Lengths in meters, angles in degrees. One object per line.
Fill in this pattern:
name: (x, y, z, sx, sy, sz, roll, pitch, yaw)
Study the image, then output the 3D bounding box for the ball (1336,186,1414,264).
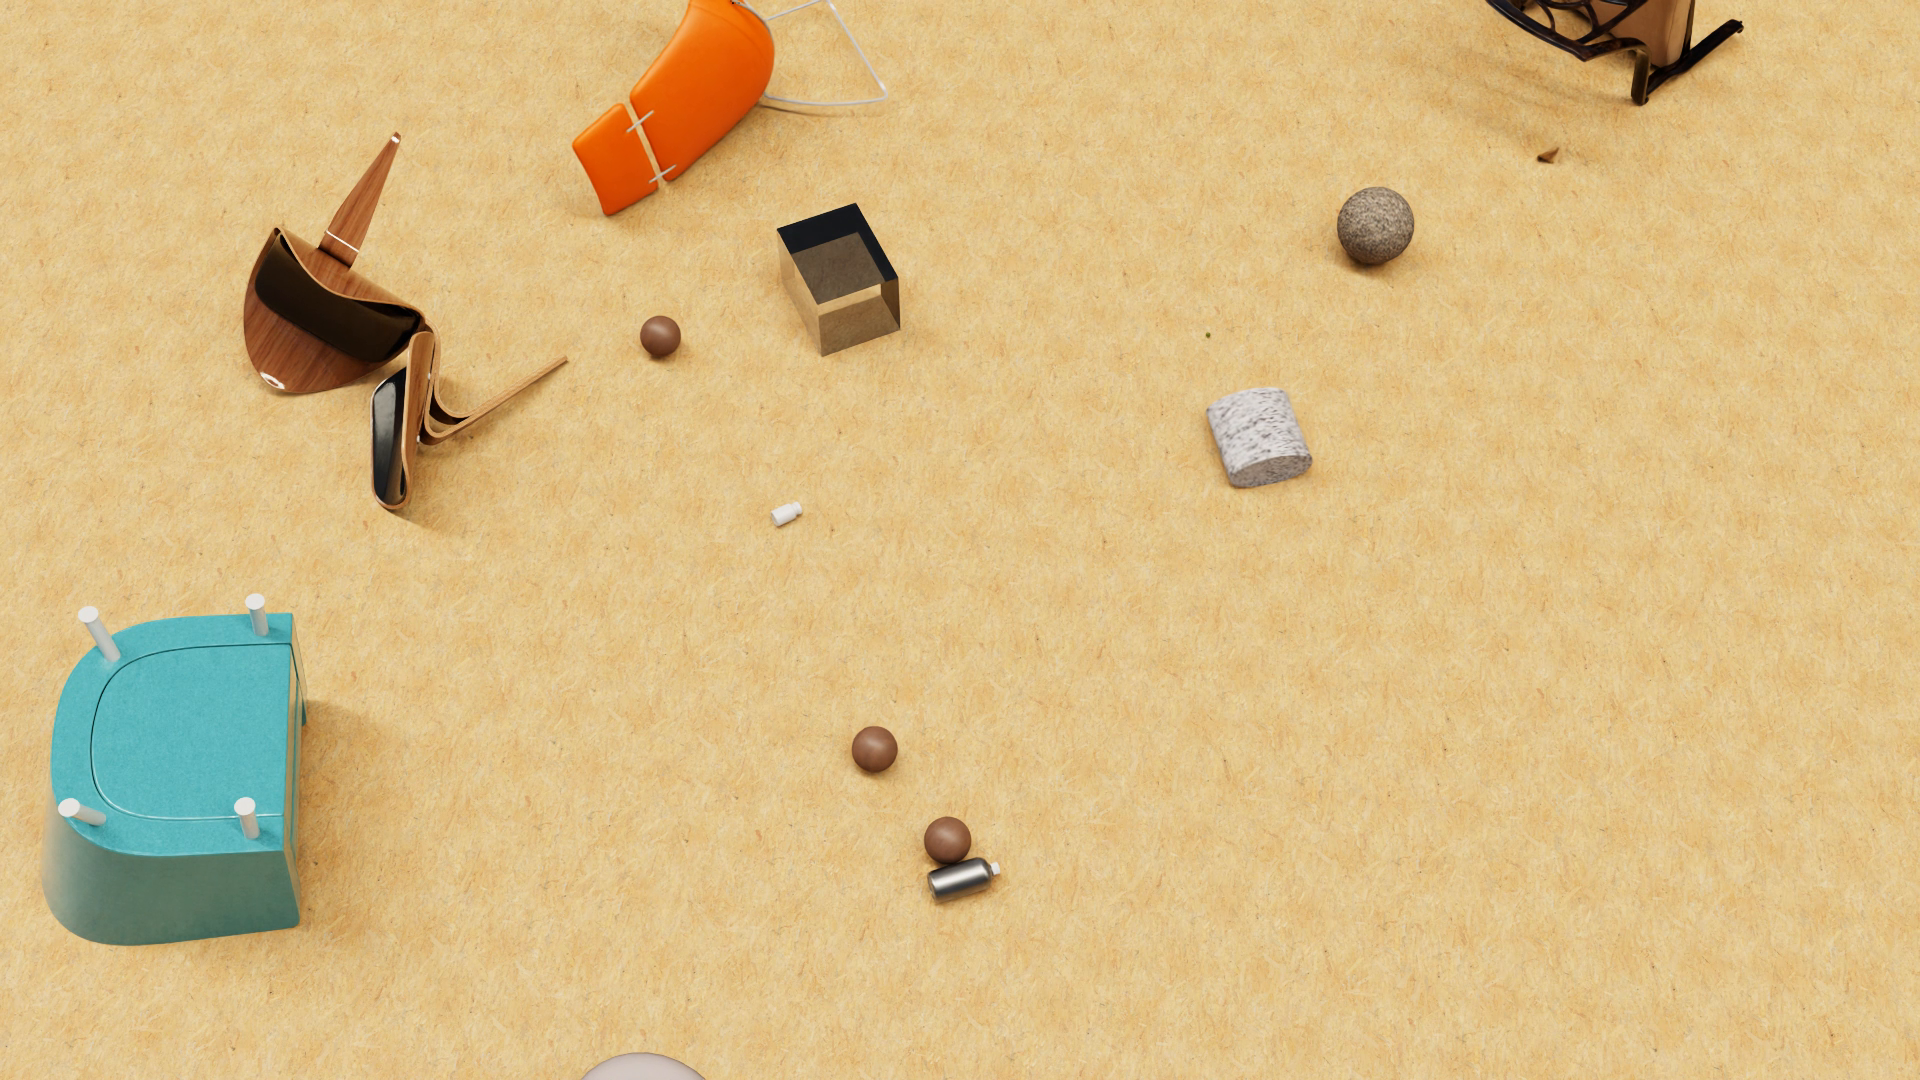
ball: (1.343, -1.017, 7.107, 0.248, 0.248, 0.248, 0, 56, 0)

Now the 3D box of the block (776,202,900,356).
block: (-0.384, -0.826, 6.974, 0.272, 0.256, 0.343, -20, 59, -13)

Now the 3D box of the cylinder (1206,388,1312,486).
cylinder: (0.911, -0.314, 6.700, 0.261, 0.140, 0.263, -12, 57, -4)

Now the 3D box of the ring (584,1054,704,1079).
ring: (-0.774, 1.494, 5.476, 0.404, 0.163, 0.478, -40, 64, -22)

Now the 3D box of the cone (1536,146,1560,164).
cone: (1.994, -1.292, 7.423, 0.084, 0.076, 0.047, -25, 99, -22)
